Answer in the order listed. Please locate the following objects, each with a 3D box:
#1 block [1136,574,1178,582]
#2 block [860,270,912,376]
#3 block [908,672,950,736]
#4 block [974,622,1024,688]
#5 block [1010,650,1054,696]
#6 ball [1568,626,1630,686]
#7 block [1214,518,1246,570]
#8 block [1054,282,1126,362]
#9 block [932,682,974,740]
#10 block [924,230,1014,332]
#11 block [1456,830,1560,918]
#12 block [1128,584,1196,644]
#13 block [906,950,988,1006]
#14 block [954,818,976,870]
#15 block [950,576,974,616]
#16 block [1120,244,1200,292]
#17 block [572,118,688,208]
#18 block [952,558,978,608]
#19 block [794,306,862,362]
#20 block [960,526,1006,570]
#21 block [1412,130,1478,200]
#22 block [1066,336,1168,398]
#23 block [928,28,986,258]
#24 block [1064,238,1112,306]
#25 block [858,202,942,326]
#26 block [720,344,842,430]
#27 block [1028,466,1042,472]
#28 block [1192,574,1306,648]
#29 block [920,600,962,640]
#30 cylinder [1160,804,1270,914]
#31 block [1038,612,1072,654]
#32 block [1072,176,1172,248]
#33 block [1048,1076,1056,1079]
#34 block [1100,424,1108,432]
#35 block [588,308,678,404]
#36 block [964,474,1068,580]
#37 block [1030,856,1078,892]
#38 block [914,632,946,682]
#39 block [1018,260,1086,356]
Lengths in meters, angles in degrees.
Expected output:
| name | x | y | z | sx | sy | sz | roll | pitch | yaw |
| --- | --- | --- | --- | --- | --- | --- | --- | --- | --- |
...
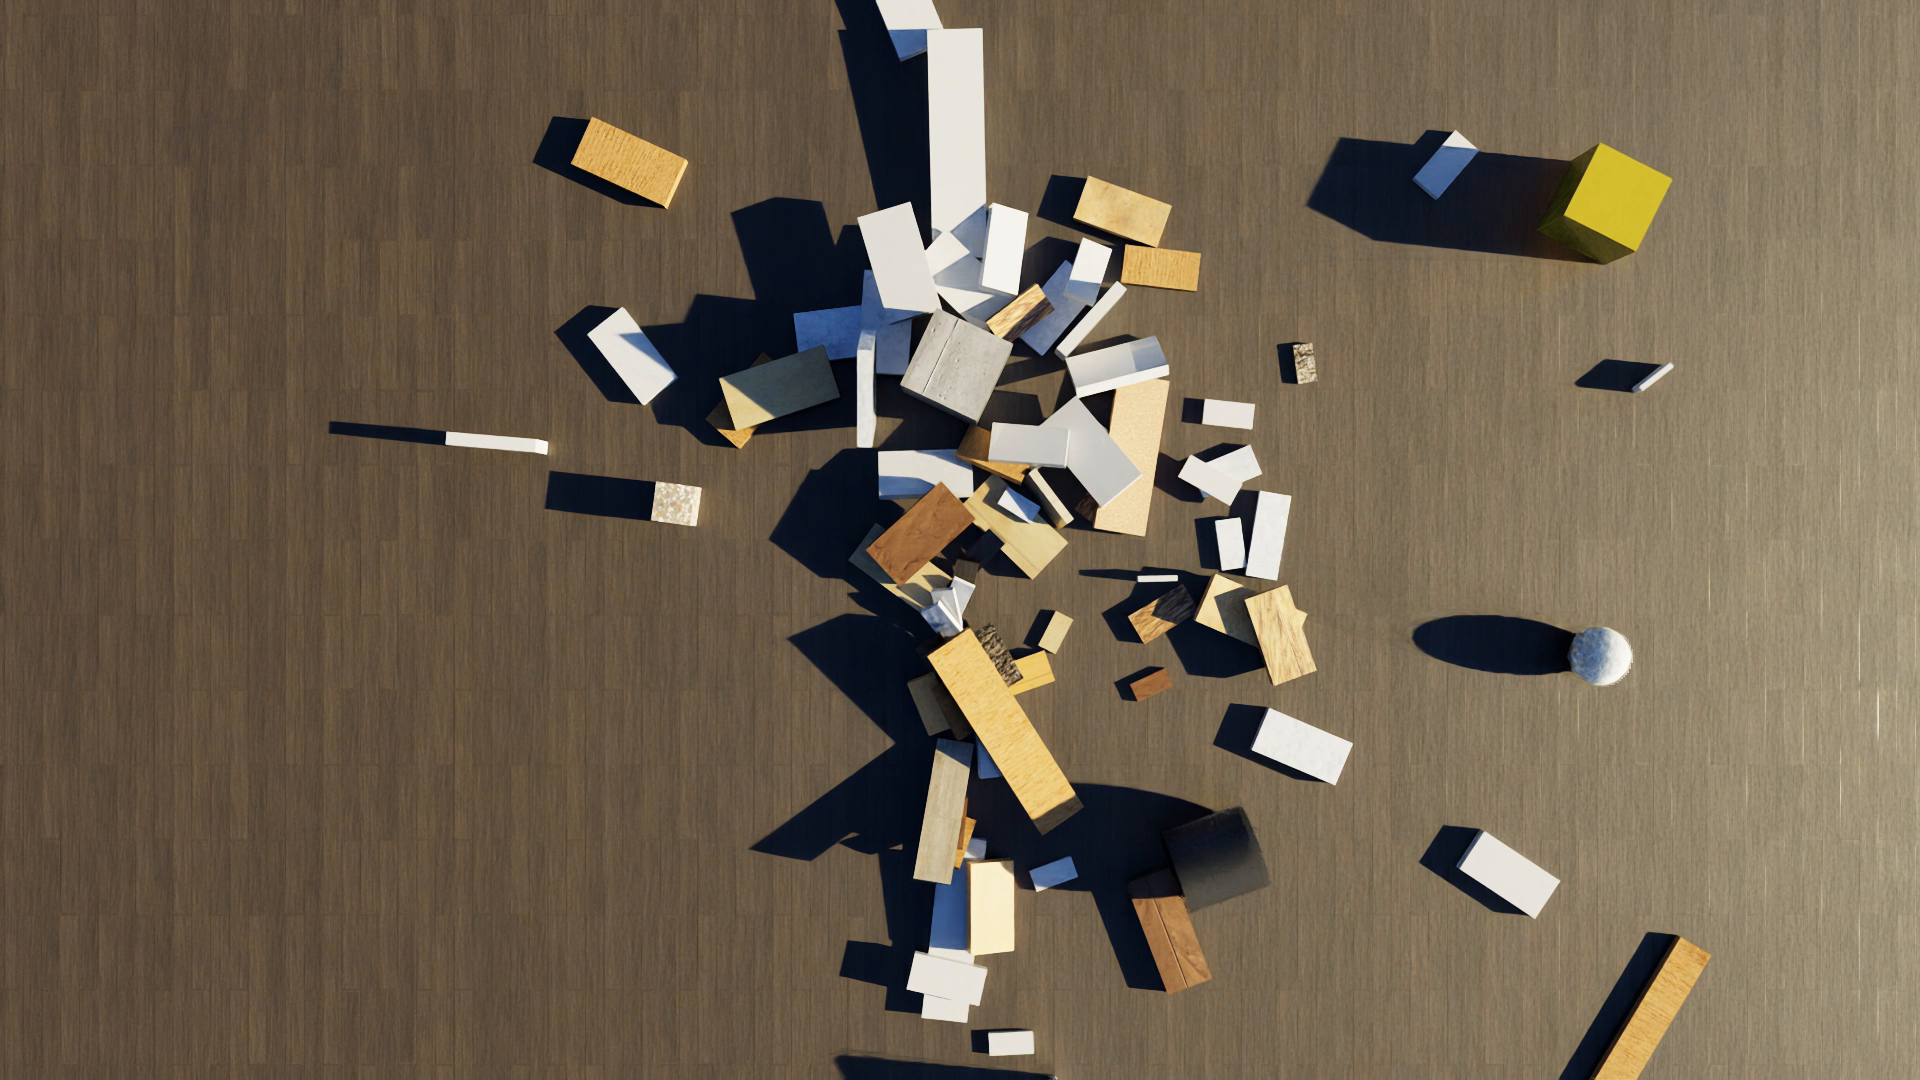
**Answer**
| name | x | y | z | sx | sy | sz | roll | pitch | yaw |
| --- | --- | --- | --- | --- | --- | --- | --- | --- | --- |
| block | 0.652 | 0.127 | 5.468 | 0.130 | 0.065 | 0.018 | -1 | 90 | 0 |
| block | -0.242 | -0.714 | 5.429 | 0.167 | 0.047 | 0.334 | 4 | 90 | 0 |
| block | -0.094 | 0.542 | 5.463 | 0.098 | 0.028 | 0.195 | -21 | 102 | 4 |
| block | 0.112 | 0.391 | 5.455 | 0.106 | 0.030 | 0.212 | -30 | 90 | 0 |
| block | 0.197 | 0.451 | 5.485 | 0.212 | 0.030 | 0.106 | -19 | 90 | 0 |
| ball | 2.095 | 0.379 | 5.404 | 0.192 | 0.192 | 0.192 | 0 | 90 | 0 |
| block | 0.900 | 0.013 | 5.488 | 0.083 | 0.023 | 0.166 | -8 | 90 | 0 |
| block | 0.427 | -0.718 | 5.427 | 0.042 | 0.147 | 0.293 | 42 | 90 | 0 |
| block | -0.009 | 0.553 | 5.448 | 0.098 | 0.028 | 0.195 | -31 | 104 | -21 |
| block | 0.017 | -0.848 | 5.442 | 0.334 | 0.047 | 0.167 | 43 | 98 | -8 |
| block | 1.819 | 1.108 | 5.479 | 0.300 | 0.042 | 0.150 | 33 | 90 | 0 |
| block | 0.676 | 0.245 | 5.485 | 0.212 | 0.030 | 0.106 | -31 | 90 | 0 |
| block | -0.043 | 1.445 | 5.440 | 0.244 | 0.035 | 0.122 | 13 | 90 | 0 |
| block | -0.015 | 0.992 | 5.438 | 0.087 | 0.025 | 0.174 | 18 | 60 | 7 |
| block | -0.013 | 0.200 | 5.459 | 0.075 | 0.021 | 0.149 | 24 | 115 | 0 |
| block | 0.666 | -0.902 | 5.482 | 0.251 | 0.036 | 0.126 | 7 | 90 | 0 |
| block | -1.097 | -1.252 | 5.476 | 0.339 | 0.048 | 0.170 | 24 | 90 | 0 |
| block | 0.011 | 0.142 | 5.473 | 0.075 | 0.021 | 0.149 | 13 | 100 | 5 |
| block | -0.375 | -0.687 | 5.476 | 0.334 | 0.047 | 0.167 | -7 | 90 | 0 |
| block | 0.078 | 0.033 | 5.459 | 0.075 | 0.021 | 0.149 | 44 | 114 | 0 |
| block | 1.614 | -1.247 | 5.485 | 0.104 | 0.030 | 0.209 | 41 | 90 | 0 |
| block | 0.517 | -0.571 | 5.431 | 0.309 | 0.044 | 0.154 | -14 | 46 | 0 |
| block | -0.009 | -1.305 | 5.449 | 0.180 | 0.051 | 0.740 | -1 | 94 | 0 |
| block | 0.421 | -0.885 | 5.447 | 0.104 | 0.030 | 0.209 | 21 | 72 | -7 |
| block | -0.196 | -0.900 | 5.376 | 0.180 | 0.051 | 0.359 | -16 | 90 | 2 |
| block | -0.591 | -0.500 | 5.429 | 0.359 | 0.051 | 0.180 | -18 | 92 | 0 |
| block | 0.267 | -0.291 | 5.469 | 0.067 | 0.019 | 0.134 | 42 | 90 | 7 |
| block | 0.959 | 0.254 | 5.461 | 0.336 | 0.048 | 0.168 | 23 | 90 | -5 |
| block | -0.055 | 0.276 | 5.448 | 0.076 | 0.022 | 0.152 | -28 | 113 | 27 |
| cylinder | 0.827 | 1.036 | 5.363 | 0.275 | 0.275 | 0.275 | -19 | 90 | 0 |
| block | 0.318 | 0.307 | 5.491 | 0.064 | 0.018 | 0.129 | 27 | 90 | 0 |
| block | 0.539 | -1.087 | 5.479 | 0.293 | 0.042 | 0.147 | 20 | 90 | 0 |
| block | 0.331 | 1.846 | 5.381 | 0.033 | 0.236 | 0.118 | -29 | 91 | 0 |
| block | 0.423 | -0.377 | 5.490 | 0.134 | 0.019 | 0.067 | 38 | 90 | 0 |
| block | -1.085 | -0.611 | 5.479 | 0.147 | 0.042 | 0.293 | -38 | 90 | 0 |
| block | 0.177 | -0.047 | 5.476 | 0.338 | 0.048 | 0.169 | 44 | 90 | 0 |
| block | 0.311 | 1.109 | 5.490 | 0.147 | 0.021 | 0.073 | -20 | 90 | 0 |
| block | -0.058 | 0.412 | 5.464 | 0.098 | 0.028 | 0.195 | -30 | 101 | 4 |
| block | 0.312 | -0.768 | 5.479 | 0.147 | 0.042 | 0.293 | 40 | 90 | 0 |
